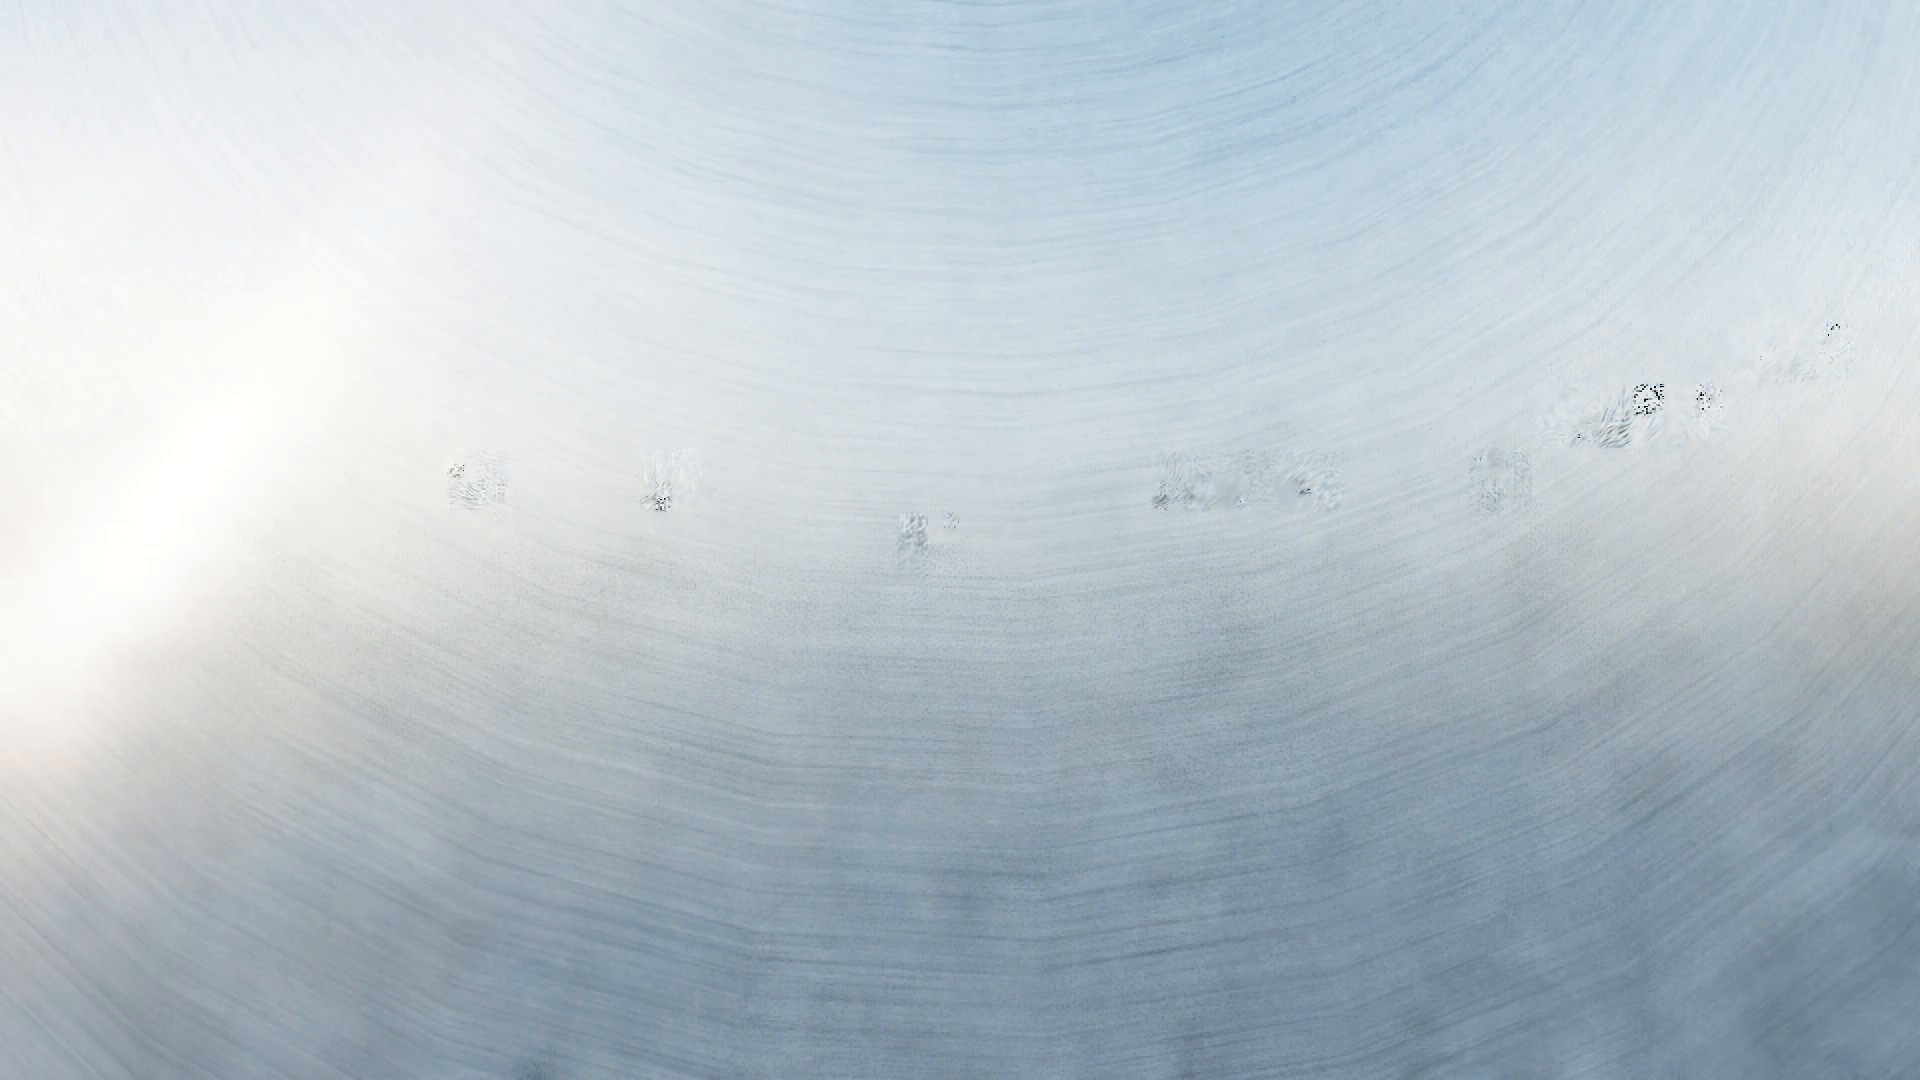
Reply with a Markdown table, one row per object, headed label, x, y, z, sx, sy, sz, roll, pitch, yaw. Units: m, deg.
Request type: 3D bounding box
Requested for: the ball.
| label | x | y | z | sx | sy | sz | roll | pitch | yaw |
| --- | --- | --- | --- | --- | --- | --- | --- | --- | --- |
| ball | 0.000 | -0.002 | 0.056 | 0.080 | 0.080 | 0.080 | 0 | 4 | 0 |
